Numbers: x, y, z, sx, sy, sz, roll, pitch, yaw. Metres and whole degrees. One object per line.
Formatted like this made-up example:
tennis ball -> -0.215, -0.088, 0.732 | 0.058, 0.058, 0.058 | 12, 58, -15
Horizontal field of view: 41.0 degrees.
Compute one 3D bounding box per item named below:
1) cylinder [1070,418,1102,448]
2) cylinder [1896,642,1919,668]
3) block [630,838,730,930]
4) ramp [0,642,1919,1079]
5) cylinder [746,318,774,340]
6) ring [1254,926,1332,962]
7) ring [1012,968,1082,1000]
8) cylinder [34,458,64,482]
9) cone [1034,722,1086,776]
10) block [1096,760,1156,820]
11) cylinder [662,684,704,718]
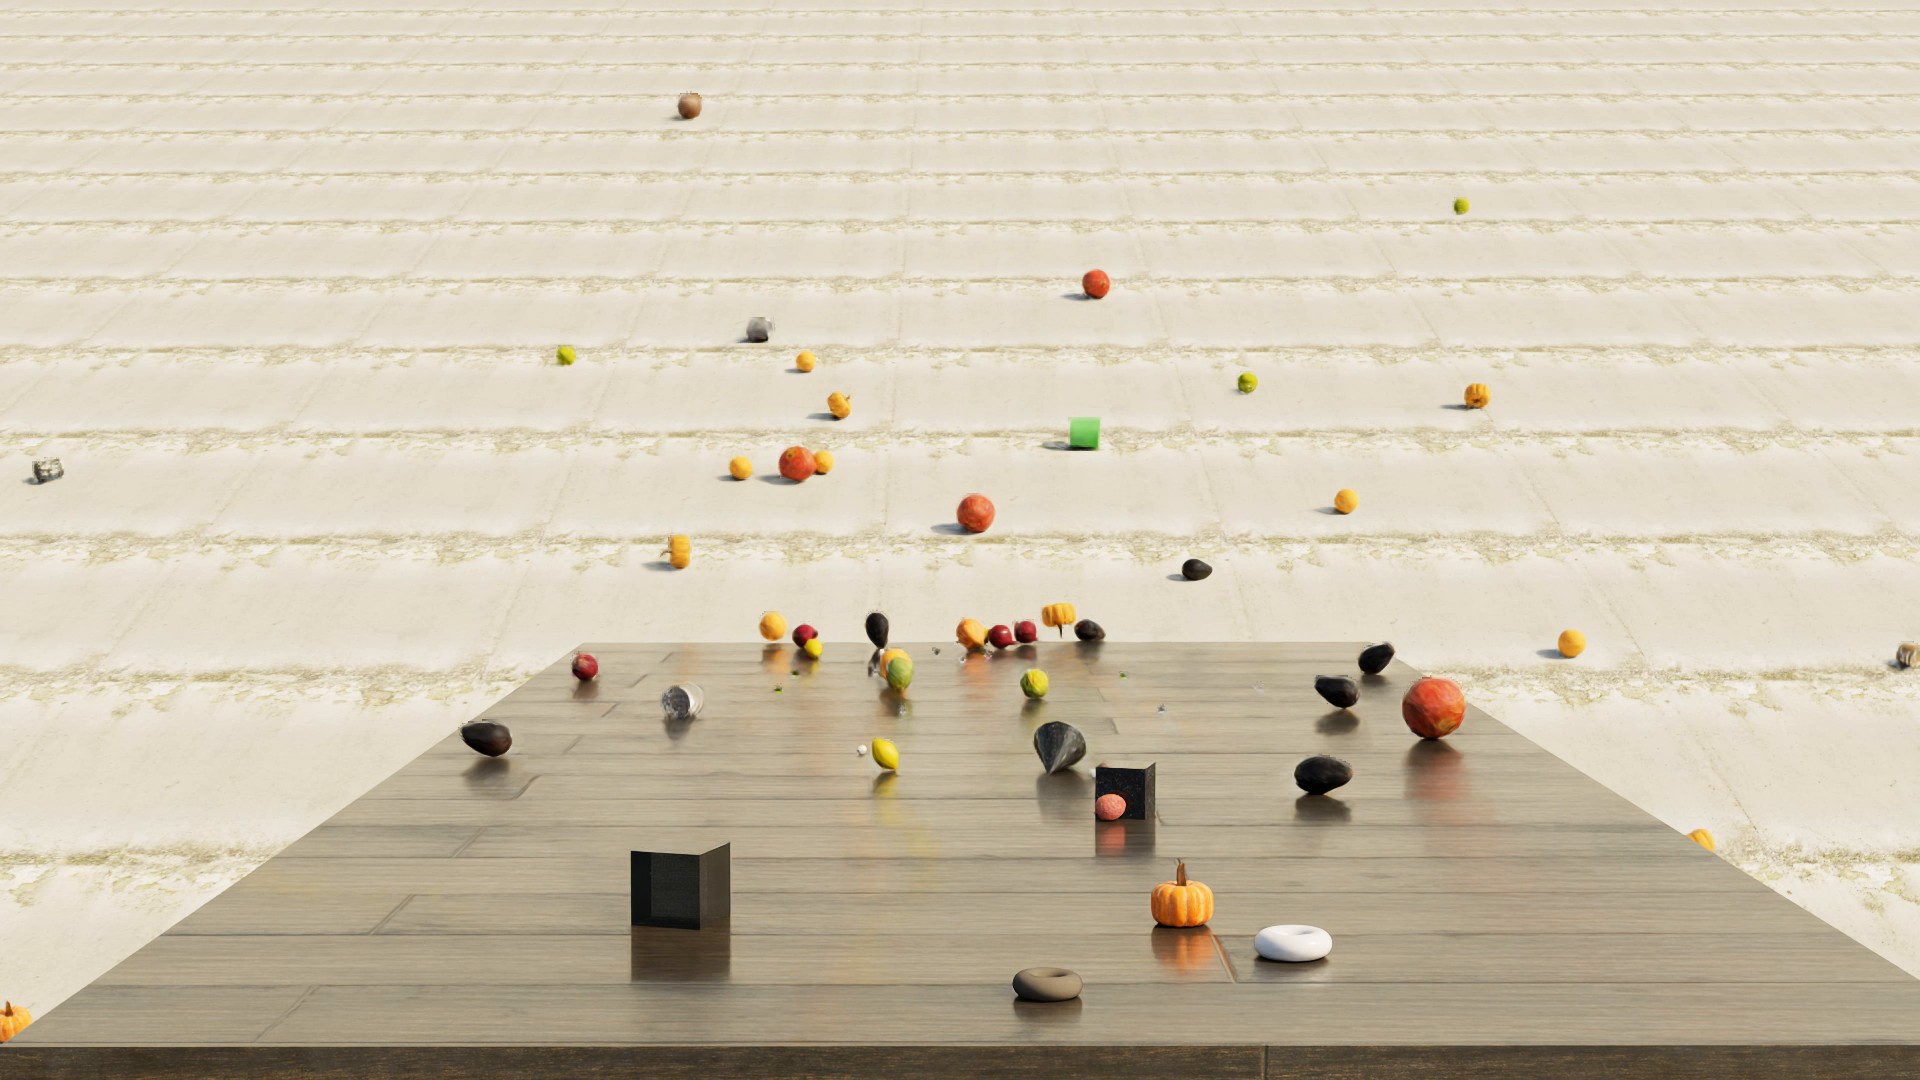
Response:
cylinder -> 0.405, -0.344, 8.295 | 0.095, 0.095, 0.095 | 1, 20, 8
cylinder -> 2.452, 0.297, 6.618 | 0.053, 0.053, 0.053 | -8, 19, -21
block -> -0.340, 0.418, 3.127 | 0.091, 0.091, 0.091 | 1, 4, 19
ramp -> 0.047, 0.429, 4.533 | 2.000, 0.100, 4.000 | 0, 3, 0
cylinder -> -0.738, -0.776, 9.483 | 0.078, 0.078, 0.078 | 5, 21, 12
ring -> 0.380, 0.460, 2.932 | 0.089, 0.030, 0.089 | -1, 3, 0
ring -> 0.093, 0.474, 2.742 | 0.075, 0.025, 0.075 | 1, 2, 0
cylinder -> -2.836, -0.216, 7.992 | 0.065, 0.065, 0.065 | -19, 27, -41
cone -> 0.159, 0.370, 4.328 | 0.092, 0.092, 0.092 | 5, 31, 13
block -> 0.251, 0.379, 3.897 | 0.077, 0.077, 0.077 | 1, 4, 16
cylinder -> -0.544, 0.317, 5.060 | 0.061, 0.061, 0.061 | 8, 6, 22
